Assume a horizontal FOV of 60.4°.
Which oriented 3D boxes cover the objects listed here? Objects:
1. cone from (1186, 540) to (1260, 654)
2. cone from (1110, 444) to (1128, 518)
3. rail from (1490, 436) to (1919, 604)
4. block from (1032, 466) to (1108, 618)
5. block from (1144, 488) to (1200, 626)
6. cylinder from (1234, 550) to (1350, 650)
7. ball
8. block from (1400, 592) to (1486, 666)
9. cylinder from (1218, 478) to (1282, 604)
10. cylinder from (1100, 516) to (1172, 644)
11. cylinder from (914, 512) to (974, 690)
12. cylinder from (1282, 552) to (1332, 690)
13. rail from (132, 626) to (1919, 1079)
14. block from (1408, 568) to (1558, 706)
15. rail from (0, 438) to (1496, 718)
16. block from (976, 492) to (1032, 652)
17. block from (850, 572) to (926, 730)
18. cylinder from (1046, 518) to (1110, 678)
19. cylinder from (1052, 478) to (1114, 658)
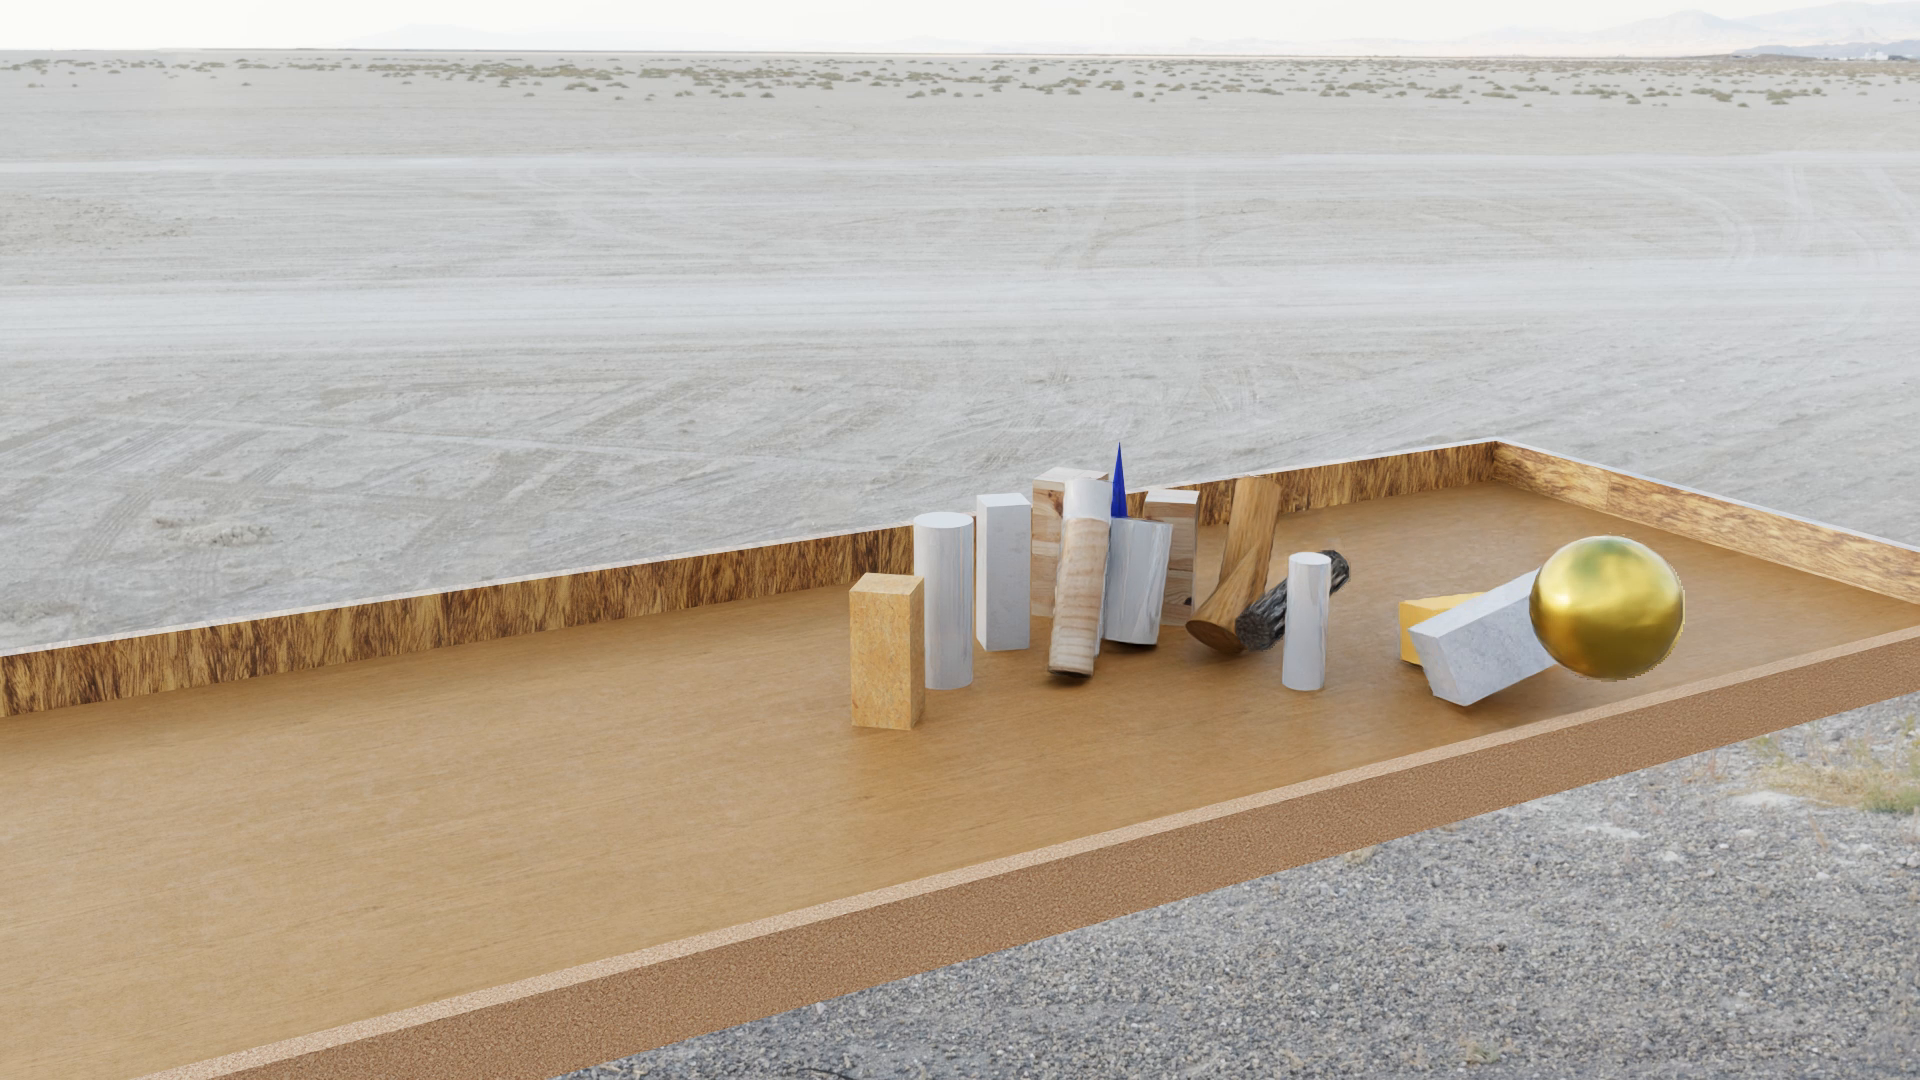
[{"bbox_3d":[0.732,0.123,4.341,0.165,0.165,0.311,12,64,36],"label":"cone"},{"bbox_3d":[0.459,-0.072,4.802,0.117,0.450,0.117,0,16,0],"label":"cone"},{"bbox_3d":[2.466,-0.048,5.253,0.050,0.150,2.100,-9,18,-27],"label":"rail"},{"bbox_3d":[0.308,0.011,4.621,0.160,0.393,0.160,8,18,25],"label":"block"},{"bbox_3d":[0.582,0.047,4.571,0.137,0.351,0.137,3,17,12],"label":"block"},{"bbox_3d":[0.874,0.154,4.318,0.109,0.109,0.438,12,28,36],"label":"cylinder"},{"bbox_3d":[1.362,0.142,3.482,0.305,0.305,0.305,0,16,0],"label":"ball"},{"bbox_3d":[1.347,0.226,4.273,0.378,0.152,0.152,-5,7,-18],"label":"block"},{"bbox_3d":[0.780,0.044,4.486,0.126,0.412,0.126,12,-18,4],"label":"cylinder"},{"bbox_3d":[0.458,0.106,4.374,0.172,0.316,0.172,7,3,0],"label":"cylinder"},{"bbox_3d":[-0.041,0.151,4.102,0.147,0.417,0.147,0,16,0],"label":"cylinder"},{"bbox_3d":[0.859,0.202,4.089,0.103,0.326,0.103,0,16,0],"label":"cylinder"},{"bbox_3d":[-2.336,1.006,1.665,12.000,0.150,0.050,-9,18,-27],"label":"rail"},{"bbox_3d":[1.326,0.223,3.976,0.407,0.179,0.179,-24,6,-5],"label":"block"},{"bbox_3d":[-3.305,0.497,3.399,12.000,0.150,0.050,-9,18,-27],"label":"rail"},{"bbox_3d":[0.114,0.085,4.363,0.118,0.397,0.118,-3,17,-12],"label":"block"},{"bbox_3d":[-0.169,0.261,3.879,0.142,0.332,0.142,4,17,12],"label":"block"},{"bbox_3d":[0.299,0.146,4.158,0.113,0.390,0.113,8,-12,2],"label":"cylinder"},{"bbox_3d":[0.318,0.075,4.294,0.126,0.450,0.126,6,-12,1],"label":"cylinder"}]
